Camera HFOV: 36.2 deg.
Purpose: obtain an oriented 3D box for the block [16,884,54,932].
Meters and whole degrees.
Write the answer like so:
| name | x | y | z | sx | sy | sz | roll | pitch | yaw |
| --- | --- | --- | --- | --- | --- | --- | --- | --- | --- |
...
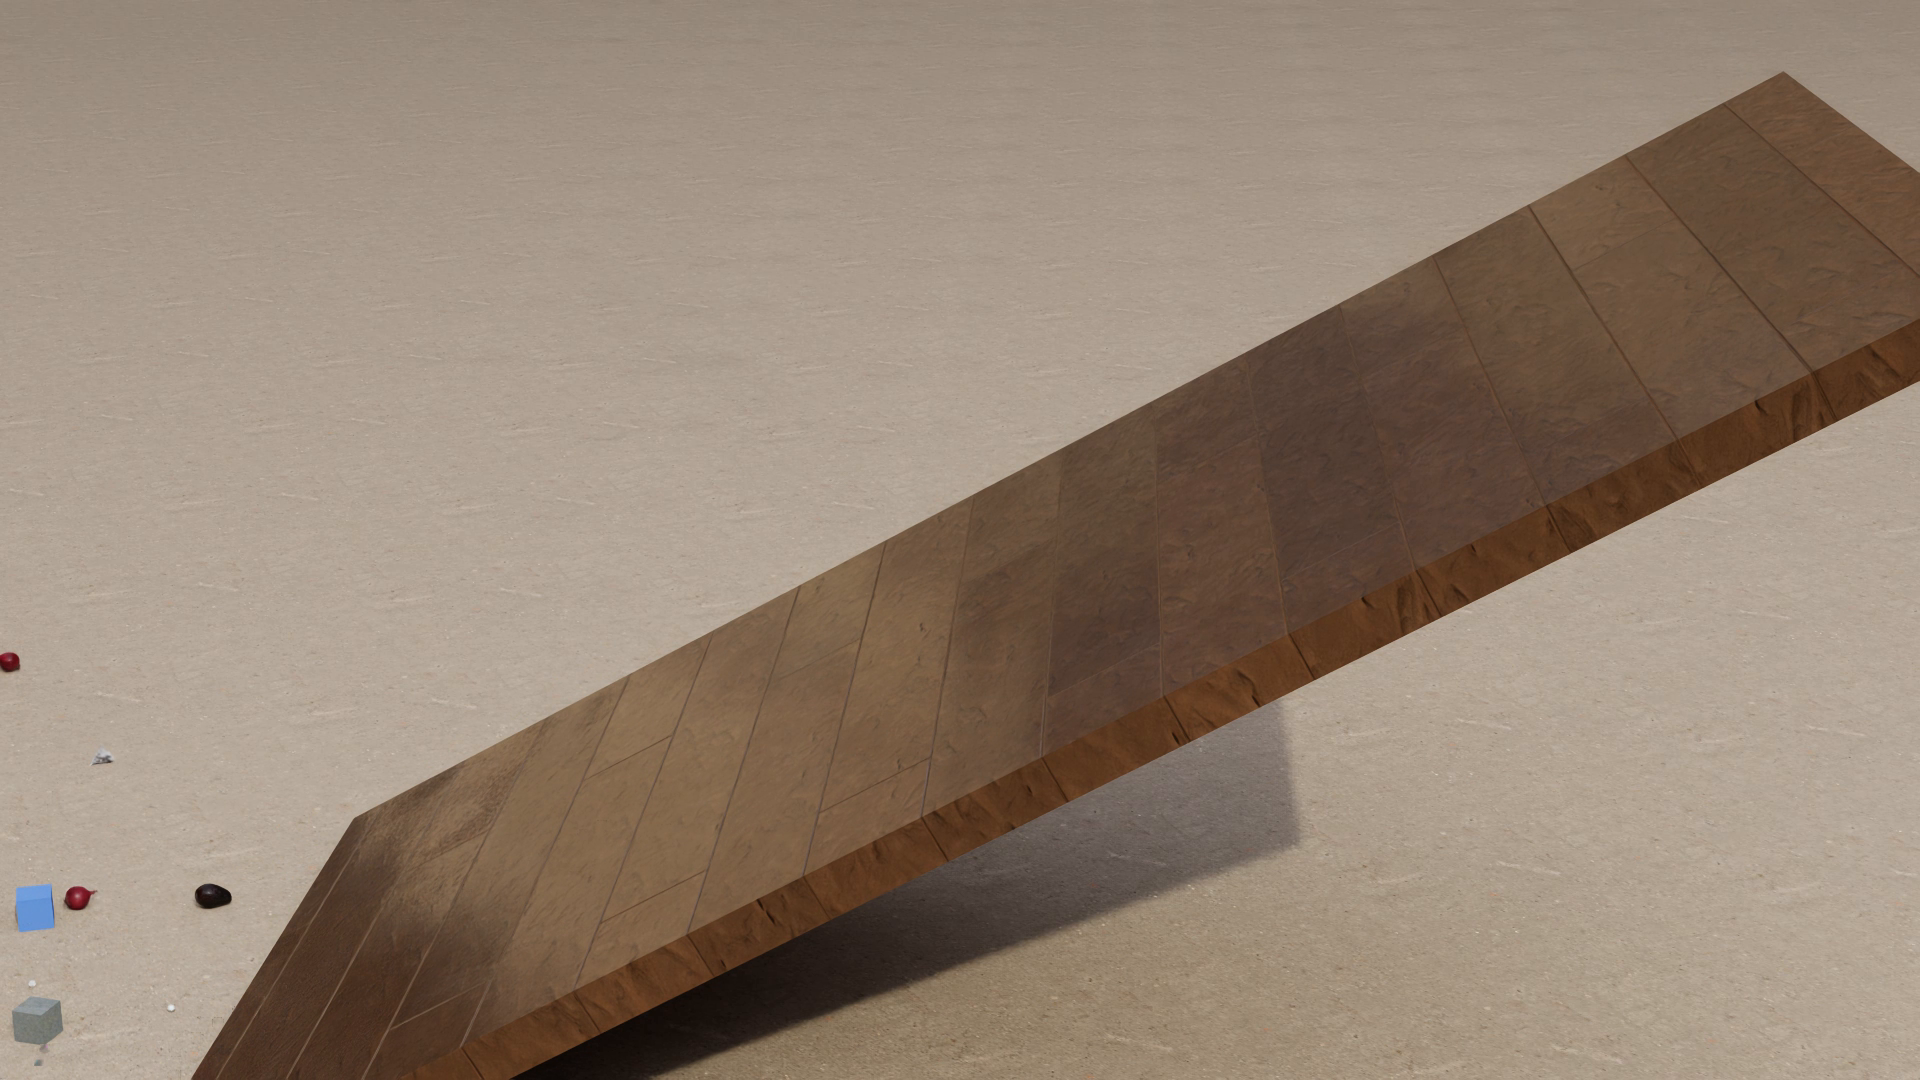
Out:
| name | x | y | z | sx | sy | sz | roll | pitch | yaw |
| --- | --- | --- | --- | --- | --- | --- | --- | --- | --- |
| block | -2.266 | 0.901 | 7.206 | 0.082 | 0.082 | 0.082 | -5 | 19 | -15 |

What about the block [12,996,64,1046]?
| name | x | y | z | sx | sy | sz | roll | pitch | yaw |
| --- | --- | --- | --- | --- | --- | --- | --- | --- | --- |
| block | -2.085 | 1.087 | 6.648 | 0.076 | 0.076 | 0.076 | 5 | 19 | 16 |

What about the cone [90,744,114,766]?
| name | x | y | z | sx | sy | sz | roll | pitch | yaw |
| --- | --- | --- | --- | --- | --- | --- | --- | --- | --- |
| cone | -2.399 | 0.609 | 8.189 | 0.060 | 0.060 | 0.060 | -42 | 37 | -24 |

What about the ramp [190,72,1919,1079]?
| name | x | y | z | sx | sy | sz | roll | pitch | yaw |
| --- | --- | --- | --- | --- | --- | --- | --- | --- | --- |
| ramp | 0.142 | 0.167 | 6.283 | 4.000 | 0.100 | 2.000 | -27 | 14 | 11 |
